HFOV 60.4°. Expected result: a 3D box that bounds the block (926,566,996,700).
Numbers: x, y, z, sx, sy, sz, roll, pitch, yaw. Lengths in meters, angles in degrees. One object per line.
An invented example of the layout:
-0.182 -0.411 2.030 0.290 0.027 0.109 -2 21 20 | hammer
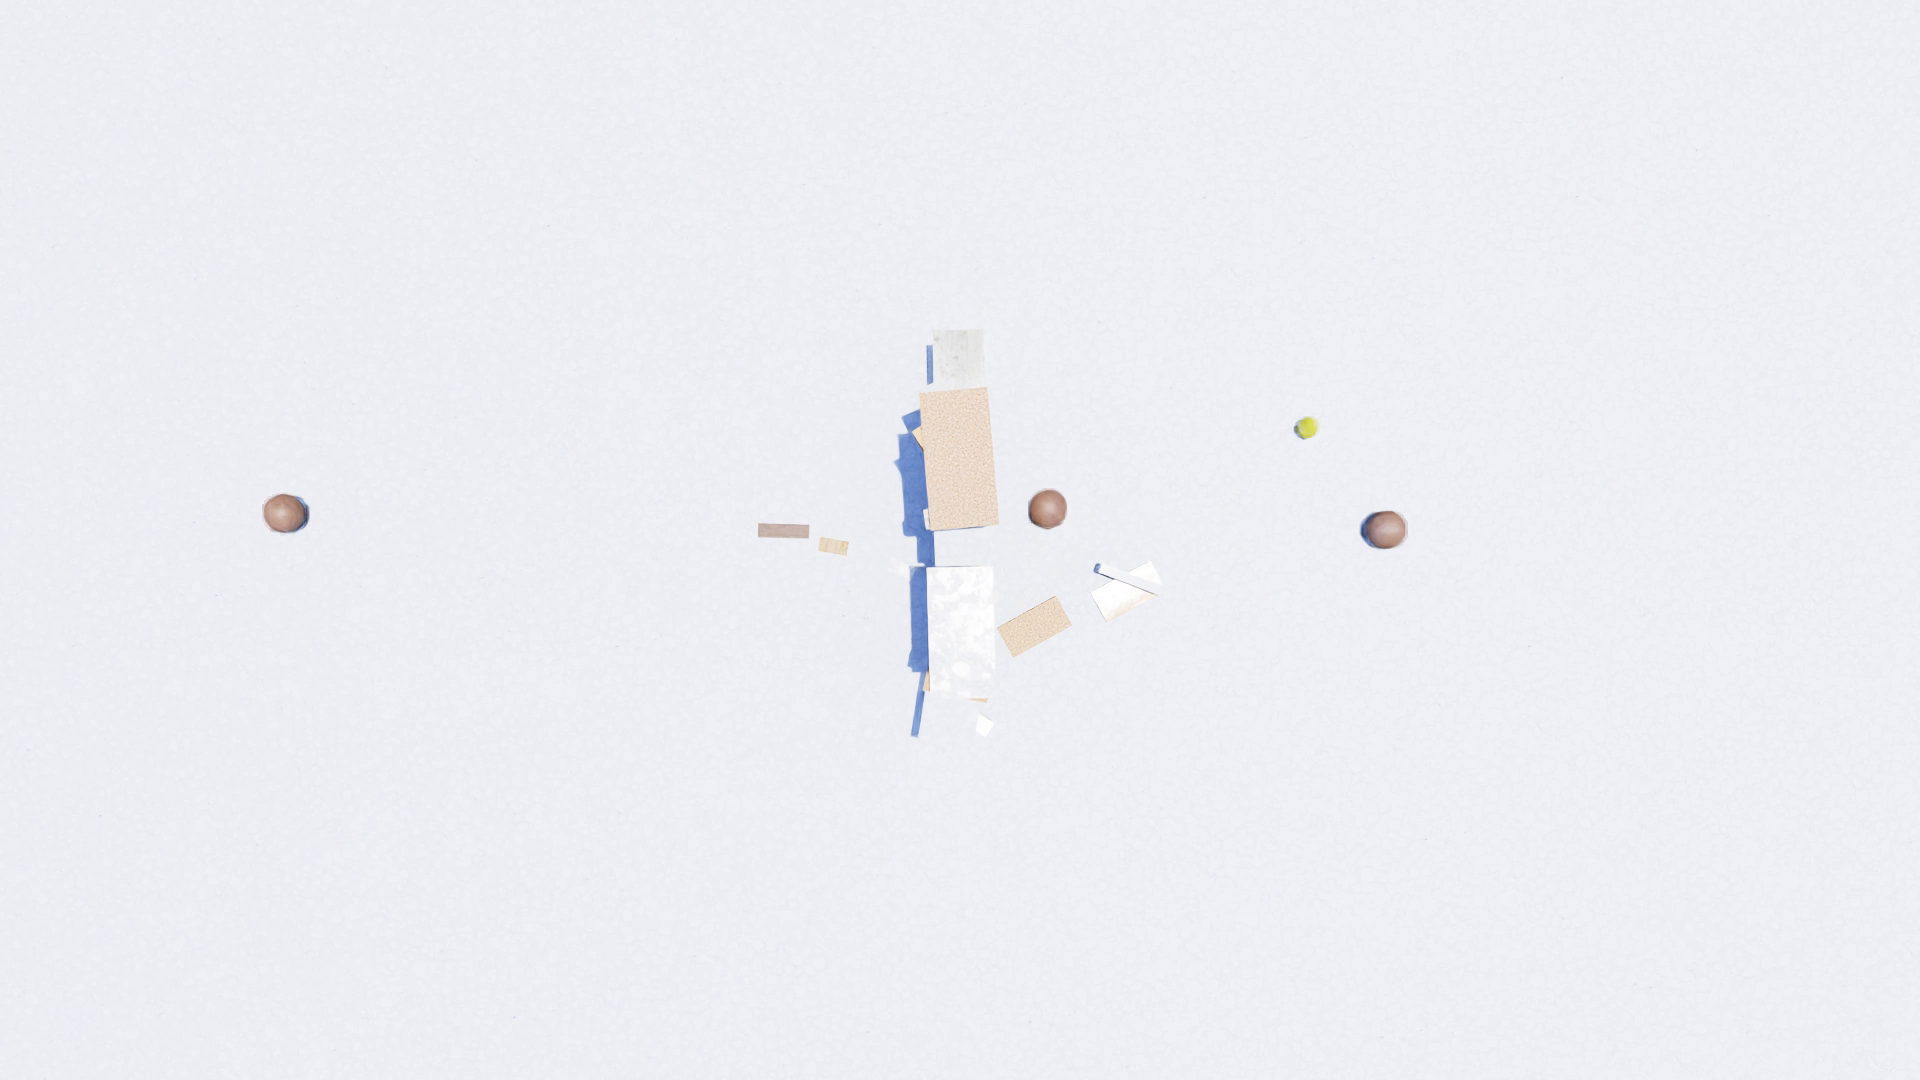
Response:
0.004 0.251 4.486 0.178 0.050 0.356 -2 90 0 | block

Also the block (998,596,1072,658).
0.248 0.288 5.484 0.223 0.032 0.112 -29 90 0 | block

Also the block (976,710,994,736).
0.016 0.555 5.325 0.174 0.347 0.049 32 88 0 | block

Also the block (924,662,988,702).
-0.007 0.394 4.806 0.178 0.591 0.050 11 92 0 | block

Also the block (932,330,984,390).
-0.003 -0.497 5.161 0.158 0.045 0.317 -1 90 0 | block

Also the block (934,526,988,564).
0.000 -0.079 4.558 0.145 0.041 0.291 -2 90 0 | block

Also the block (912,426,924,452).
-0.036 -0.302 4.438 0.174 0.497 0.049 -32 90 0 | block

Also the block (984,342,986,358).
0.000 -0.599 5.341 0.158 0.317 0.045 0 91 0 | block

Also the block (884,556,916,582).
-0.197 0.095 5.493 0.095 0.014 0.048 25 90 0 | block

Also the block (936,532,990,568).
0.008 0.136 4.892 0.162 0.046 0.323 0 90 0 | block

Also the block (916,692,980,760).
-0.023 0.494 5.127 0.174 0.049 0.347 9 90 0 | block

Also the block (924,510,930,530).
-0.004 -0.065 4.363 0.174 0.347 0.049 -9 90 0 | block

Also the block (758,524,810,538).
-0.587 -0.030 5.493 0.170 0.014 0.048 1 90 0 | block

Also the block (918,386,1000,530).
-0.002 -0.204 4.165 0.174 0.049 0.347 -5 90 0 | block

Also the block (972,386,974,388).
0.016 -0.391 4.927 0.029 0.422 0.102 34 90 0 | block

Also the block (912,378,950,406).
-0.044 -0.349 4.701 0.102 0.029 0.204 -26 90 0 | block

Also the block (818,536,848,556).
-0.422 0.021 5.493 0.095 0.014 0.048 10 90 0 | block

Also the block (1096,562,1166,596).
0.562 0.130 5.413 0.223 0.112 0.032 21 90 0 | block

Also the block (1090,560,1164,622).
0.560 0.171 5.484 0.223 0.032 0.112 -28 90 0 | block
